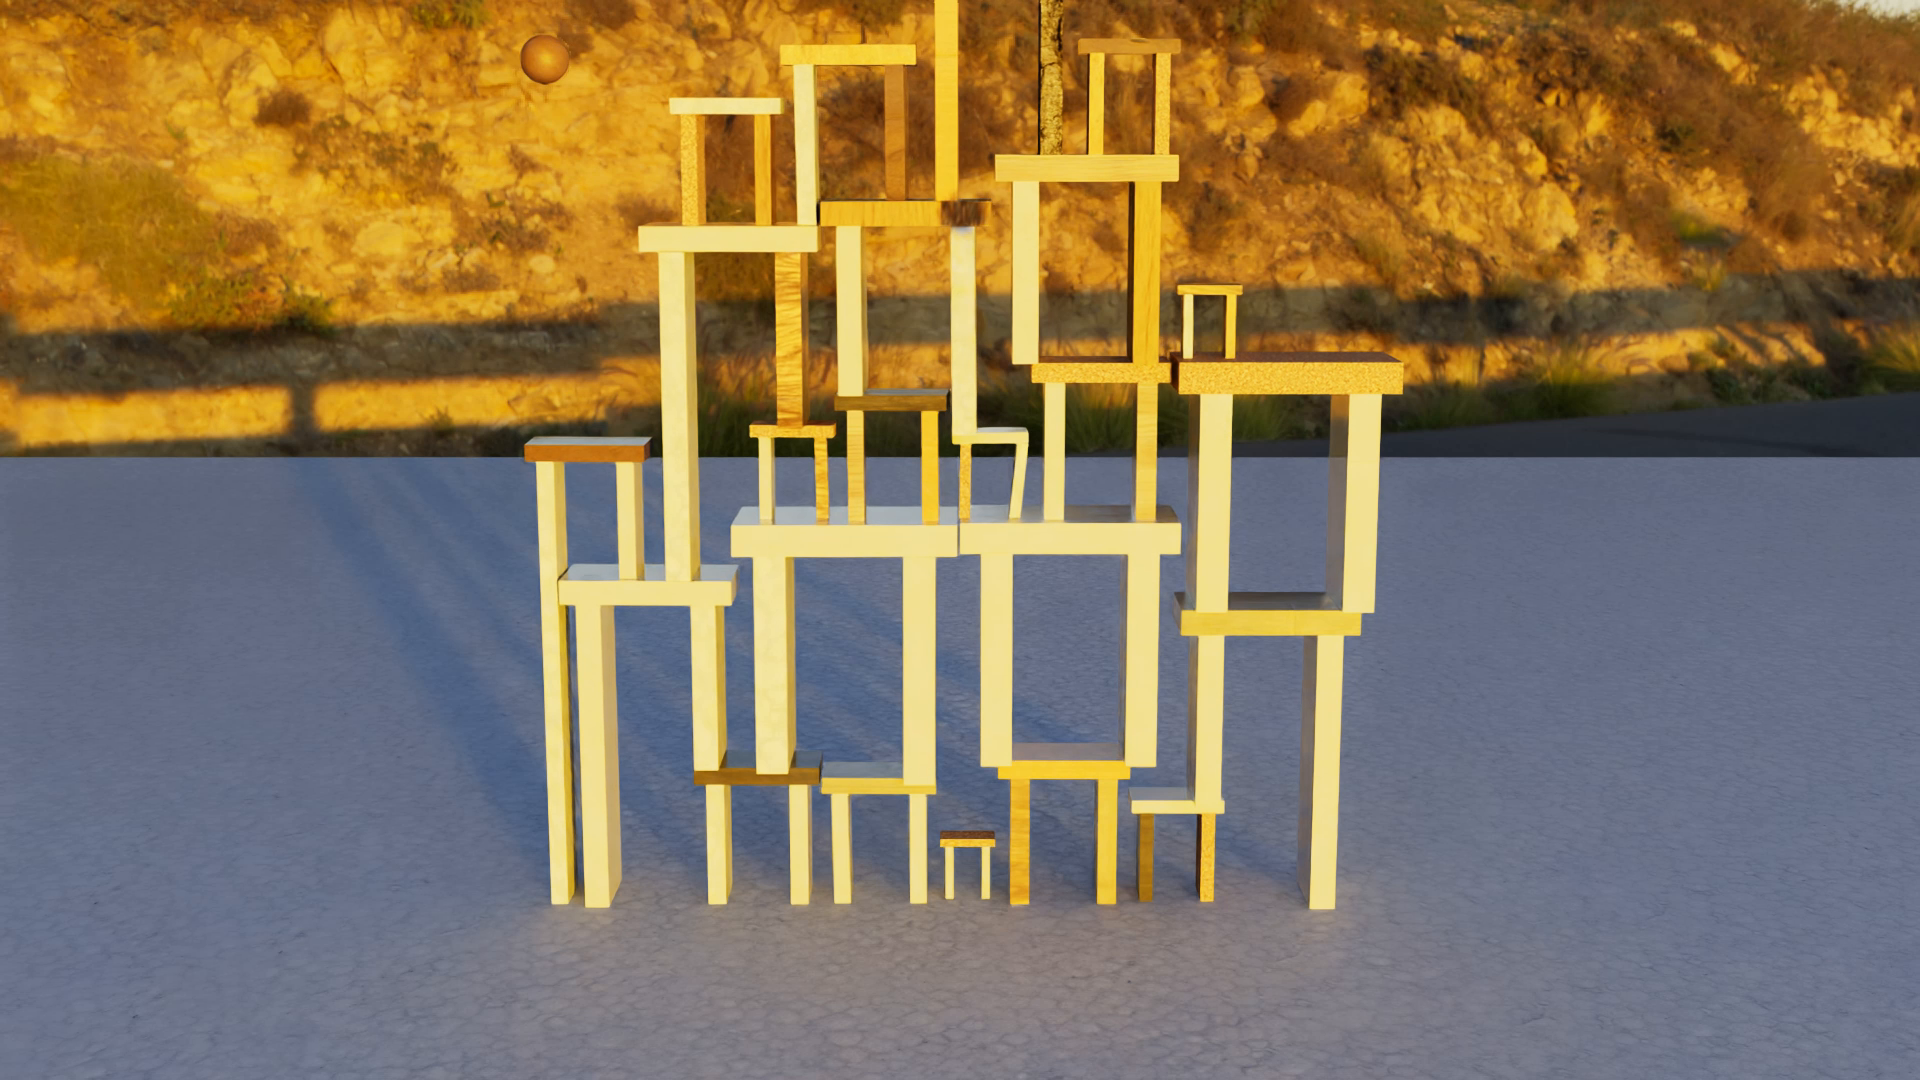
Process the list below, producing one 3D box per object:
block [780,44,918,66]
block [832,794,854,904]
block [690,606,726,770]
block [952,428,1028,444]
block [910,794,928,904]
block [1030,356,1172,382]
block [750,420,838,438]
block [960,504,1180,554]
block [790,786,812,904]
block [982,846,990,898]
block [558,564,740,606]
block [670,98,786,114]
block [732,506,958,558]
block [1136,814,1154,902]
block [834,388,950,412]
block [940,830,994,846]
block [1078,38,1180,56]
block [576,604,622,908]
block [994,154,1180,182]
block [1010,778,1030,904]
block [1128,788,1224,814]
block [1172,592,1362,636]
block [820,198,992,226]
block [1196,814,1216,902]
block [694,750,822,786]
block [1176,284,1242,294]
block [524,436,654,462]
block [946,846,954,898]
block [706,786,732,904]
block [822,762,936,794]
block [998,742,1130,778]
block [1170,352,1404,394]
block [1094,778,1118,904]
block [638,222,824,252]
[{"bbox_3d":[-0.171,-0.752,3.416,0.207,0.029,0.103,0,11,0],"label":"block"},{"bbox_3d":[-0.195,0.498,3.652,0.027,0.187,0.094,-1,11,0],"label":"block"},{"bbox_3d":[-0.411,0.226,3.605,0.039,0.275,0.137,0,10,0],"label":"block"},{"bbox_3d":[0.047,-0.167,3.519,0.121,0.017,0.060,-1,11,-2],"label":"block"},{"bbox_3d":[-0.069,0.498,3.652,0.027,0.187,0.094,0,11,0],"label":"block"},{"bbox_3d":[0.223,-0.272,3.508,0.220,0.031,0.110,0,11,0],"label":"block"},{"bbox_3d":[-0.266,-0.178,3.524,0.133,0.019,0.067,1,11,2],"label":"block"},{"bbox_3d":[0.175,-0.018,3.560,0.348,0.049,0.174,0,11,0],"label":"block"},{"bbox_3d":[-0.263,0.490,3.651,0.029,0.203,0.102,0,11,0],"label":"block"},{"bbox_3d":[0.043,0.546,3.659,0.013,0.090,0.045,0,11,0],"label":"block"},{"bbox_3d":[-0.503,0.072,3.576,0.274,0.039,0.137,0,11,0],"label":"block"},{"bbox_3d":[-0.360,-0.675,3.421,0.170,0.024,0.085,0,11,1],"label":"block"},{"bbox_3d":[-0.183,-0.014,3.561,0.356,0.050,0.178,0,11,0],"label":"block"},{"bbox_3d":[0.307,0.515,3.656,0.021,0.151,0.076,0,11,0],"label":"block"},{"bbox_3d":[-0.107,-0.224,3.511,0.177,0.025,0.089,1,11,4],"label":"block"},{"bbox_3d":[0.013,0.496,3.649,0.090,0.013,0.045,0,11,0],"label":"block"},{"bbox_3d":[0.262,-0.766,3.418,0.154,0.022,0.077,0,11,0],"label":"block"},{"bbox_3d":[-0.594,0.340,3.626,0.039,0.507,0.137,0,11,0],"label":"block"},{"bbox_3d":[0.196,-0.585,3.451,0.282,0.040,0.141,0,11,0],"label":"block"},{"bbox_3d":[0.098,0.484,3.652,0.030,0.214,0.107,0,11,0],"label":"block"},{"bbox_3d":[0.357,0.431,3.641,0.151,0.021,0.076,0,11,0],"label":"block"},{"bbox_3d":[0.497,0.119,3.580,0.286,0.041,0.143,0,11,0],"label":"block"},{"bbox_3d":[-0.082,-0.516,3.462,0.265,0.037,0.132,0,11,1],"label":"block"},{"bbox_3d":[0.408,0.515,3.656,0.021,0.151,0.076,0,11,0],"label":"block"},{"bbox_3d":[-0.331,0.376,3.630,0.203,0.029,0.102,0,11,0],"label":"block"},{"bbox_3d":[0.394,-0.398,3.485,0.101,0.014,0.050,0,11,1],"label":"block"},{"bbox_3d":[-0.595,-0.146,3.530,0.190,0.027,0.095,0,11,1],"label":"block"},{"bbox_3d":[-0.017,0.546,3.659,0.013,0.090,0.045,0,11,0],"label":"block"},{"bbox_3d":[-0.399,0.490,3.651,0.029,0.203,0.102,0,11,0],"label":"block"},{"bbox_3d":[-0.132,0.393,3.632,0.187,0.027,0.094,0,11,0],"label":"block"},{"bbox_3d":[0.170,0.364,3.629,0.214,0.030,0.107,0,11,0],"label":"block"},{"bbox_3d":[0.516,-0.267,3.509,0.348,0.049,0.174,0,11,0],"label":"block"},{"bbox_3d":[0.241,0.484,3.652,0.030,0.214,0.107,0,11,0],"label":"block"},{"bbox_3d":[-0.357,-0.478,3.467,0.276,0.039,0.138,0,11,1],"label":"block"}]
